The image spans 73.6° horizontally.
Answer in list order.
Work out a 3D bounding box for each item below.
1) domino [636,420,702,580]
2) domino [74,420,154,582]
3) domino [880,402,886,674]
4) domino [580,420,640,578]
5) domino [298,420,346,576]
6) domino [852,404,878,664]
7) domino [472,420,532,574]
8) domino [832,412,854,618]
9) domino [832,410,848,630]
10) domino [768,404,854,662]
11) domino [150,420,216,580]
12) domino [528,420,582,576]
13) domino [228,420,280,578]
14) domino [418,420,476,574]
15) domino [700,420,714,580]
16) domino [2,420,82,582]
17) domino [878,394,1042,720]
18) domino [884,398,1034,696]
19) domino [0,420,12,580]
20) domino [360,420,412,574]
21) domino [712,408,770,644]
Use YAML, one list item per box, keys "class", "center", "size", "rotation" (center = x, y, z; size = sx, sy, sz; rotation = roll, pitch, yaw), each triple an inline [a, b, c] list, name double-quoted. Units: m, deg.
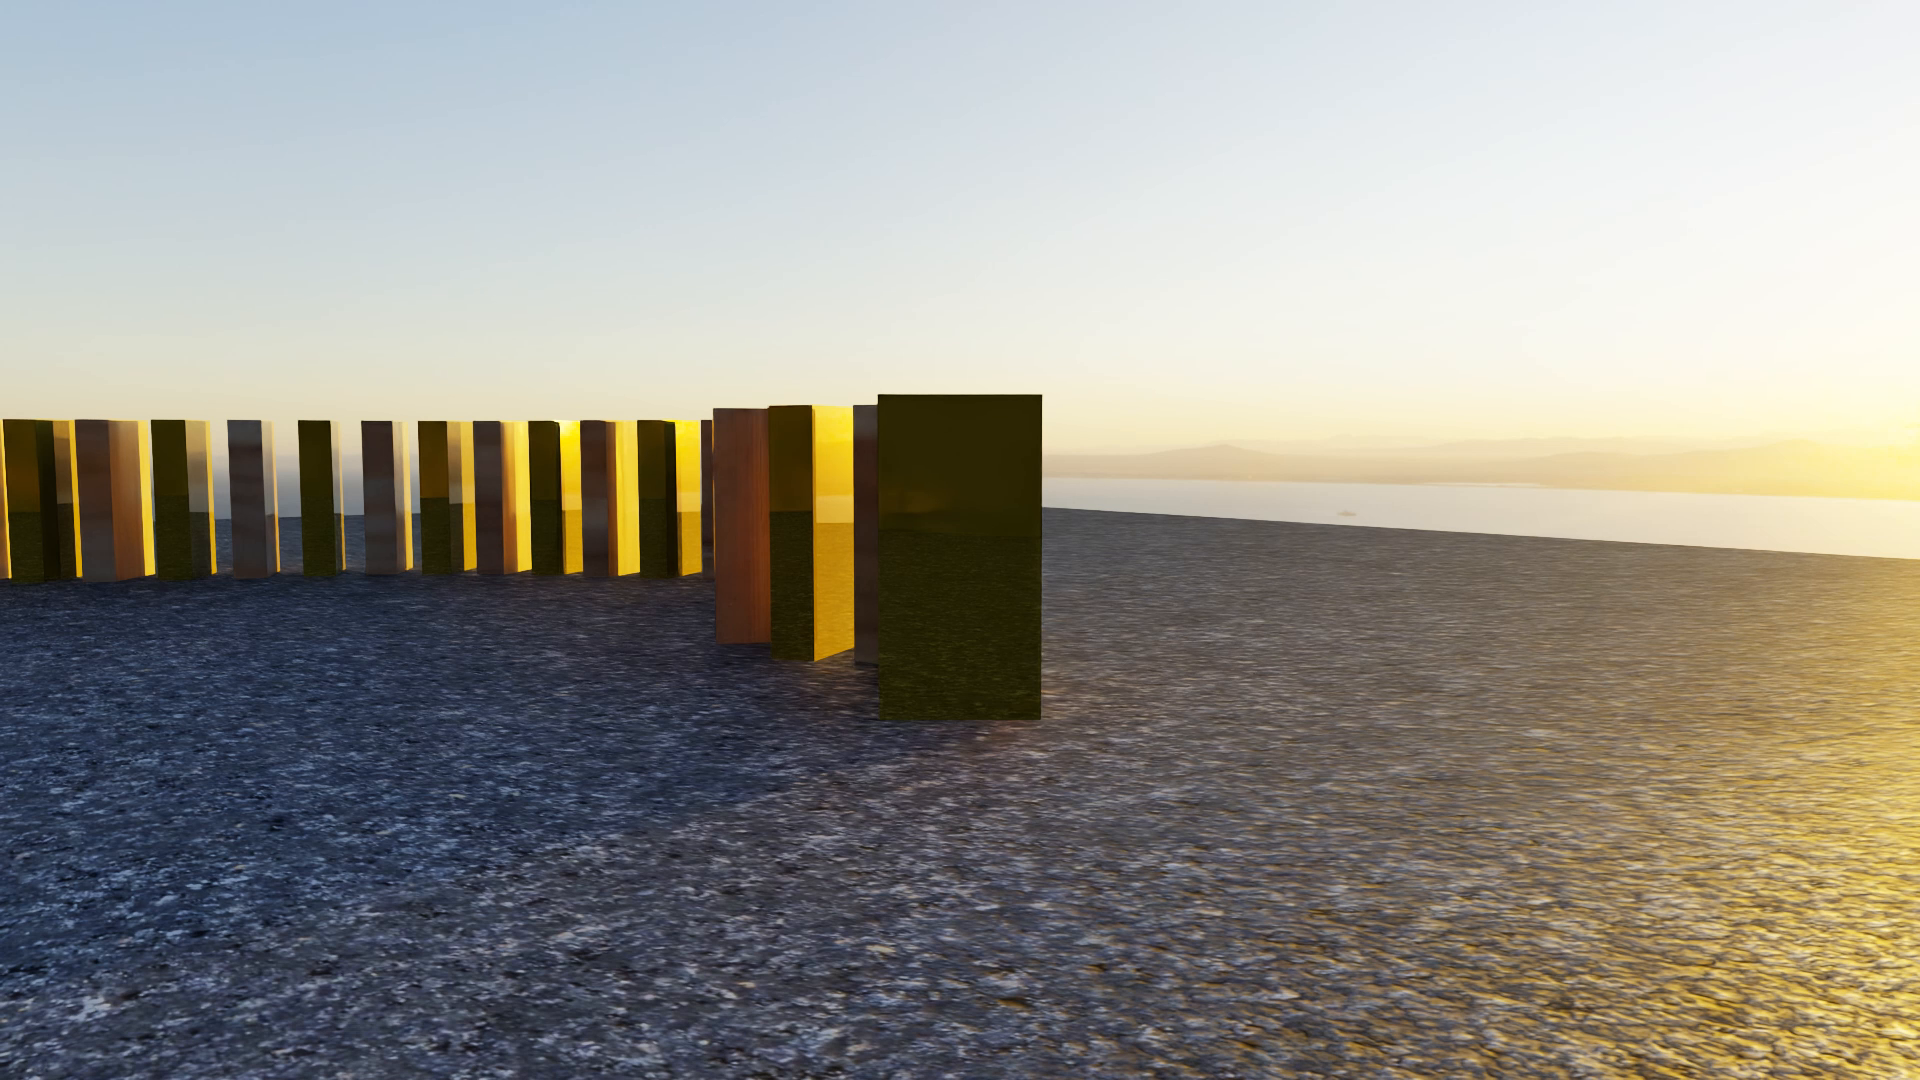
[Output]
- class: "domino"
  center: [-0.094, -0.014, 0.415]
  size: [0.009, 0.050, 0.025]
  rotation: [1, 4, 13]
- class: "domino"
  center: [-0.267, -0.013, 0.406]
  size: [0.010, 0.050, 0.025]
  rotation: [-1, 4, -8]
- class: "domino"
  center: [-0.002, 0.000, 0.240]
  size: [0.025, 0.050, 0.009]
  rotation: [-1, 4, -9]
- class: "domino"
  center: [-0.113, -0.014, 0.421]
  size: [0.010, 0.050, 0.025]
  rotation: [1, 5, 18]
- class: "domino"
  center: [-0.210, -0.014, 0.423]
  size: [0.010, 0.050, 0.025]
  rotation: [-2, 5, -19]
- class: "domino"
  center: [-0.010, -0.002, 0.258]
  size: [0.010, 0.050, 0.025]
  rotation: [3, 5, 32]
- class: "domino"
  center: [-0.152, -0.015, 0.429]
  size: [0.010, 0.050, 0.025]
  rotation: [1, 4, 7]
- class: "domino"
  center: [-0.036, -0.006, 0.317]
  size: [0.025, 0.050, 0.009]
  rotation: [1, 4, 11]
- class: "domino"
  center: [-0.039, -0.005, 0.297]
  size: [0.025, 0.050, 0.009]
  rotation: [1, 4, 8]
- class: "domino"
  center: [-0.029, -0.002, 0.263]
  size: [0.009, 0.050, 0.025]
  rotation: [2, 5, 19]
- class: "domino"
  center: [-0.248, -0.013, 0.410]
  size: [0.010, 0.050, 0.025]
  rotation: [-1, 4, -15]
- class: "domino"
  center: [-0.132, -0.014, 0.426]
  size: [0.009, 0.050, 0.025]
  rotation: [1, 4, 12]
- class: "domino"
  center: [-0.229, -0.014, 0.416]
  size: [0.009, 0.050, 0.025]
  rotation: [-2, 5, -20]
- class: "domino"
  center: [-0.171, -0.015, 0.431]
  size: [0.010, 0.050, 0.025]
  rotation: [0, 4, -1]
- class: "domino"
  center: [-0.074, -0.013, 0.412]
  size: [0.010, 0.050, 0.025]
  rotation: [1, 4, 8]
- class: "domino"
  center: [-0.287, -0.013, 0.404]
  size: [0.010, 0.050, 0.025]
  rotation: [0, 4, -5]
- class: "domino"
  center: [0.000, 0.002, 0.201]
  size: [0.025, 0.050, 0.010]
  rotation: [0, 4, 0]
- class: "domino"
  center: [0.000, 0.001, 0.221]
  size: [0.025, 0.050, 0.010]
  rotation: [0, 4, -2]
- class: "domino"
  center: [-0.307, -0.013, 0.402]
  size: [0.010, 0.050, 0.025]
  rotation: [0, 4, -7]
- class: "domino"
  center: [-0.191, -0.015, 0.428]
  size: [0.009, 0.050, 0.025]
  rotation: [-1, 4, -12]
- class: "domino"
  center: [-0.041, -0.003, 0.278]
  size: [0.025, 0.050, 0.009]
  rotation: [-1, 4, -12]
